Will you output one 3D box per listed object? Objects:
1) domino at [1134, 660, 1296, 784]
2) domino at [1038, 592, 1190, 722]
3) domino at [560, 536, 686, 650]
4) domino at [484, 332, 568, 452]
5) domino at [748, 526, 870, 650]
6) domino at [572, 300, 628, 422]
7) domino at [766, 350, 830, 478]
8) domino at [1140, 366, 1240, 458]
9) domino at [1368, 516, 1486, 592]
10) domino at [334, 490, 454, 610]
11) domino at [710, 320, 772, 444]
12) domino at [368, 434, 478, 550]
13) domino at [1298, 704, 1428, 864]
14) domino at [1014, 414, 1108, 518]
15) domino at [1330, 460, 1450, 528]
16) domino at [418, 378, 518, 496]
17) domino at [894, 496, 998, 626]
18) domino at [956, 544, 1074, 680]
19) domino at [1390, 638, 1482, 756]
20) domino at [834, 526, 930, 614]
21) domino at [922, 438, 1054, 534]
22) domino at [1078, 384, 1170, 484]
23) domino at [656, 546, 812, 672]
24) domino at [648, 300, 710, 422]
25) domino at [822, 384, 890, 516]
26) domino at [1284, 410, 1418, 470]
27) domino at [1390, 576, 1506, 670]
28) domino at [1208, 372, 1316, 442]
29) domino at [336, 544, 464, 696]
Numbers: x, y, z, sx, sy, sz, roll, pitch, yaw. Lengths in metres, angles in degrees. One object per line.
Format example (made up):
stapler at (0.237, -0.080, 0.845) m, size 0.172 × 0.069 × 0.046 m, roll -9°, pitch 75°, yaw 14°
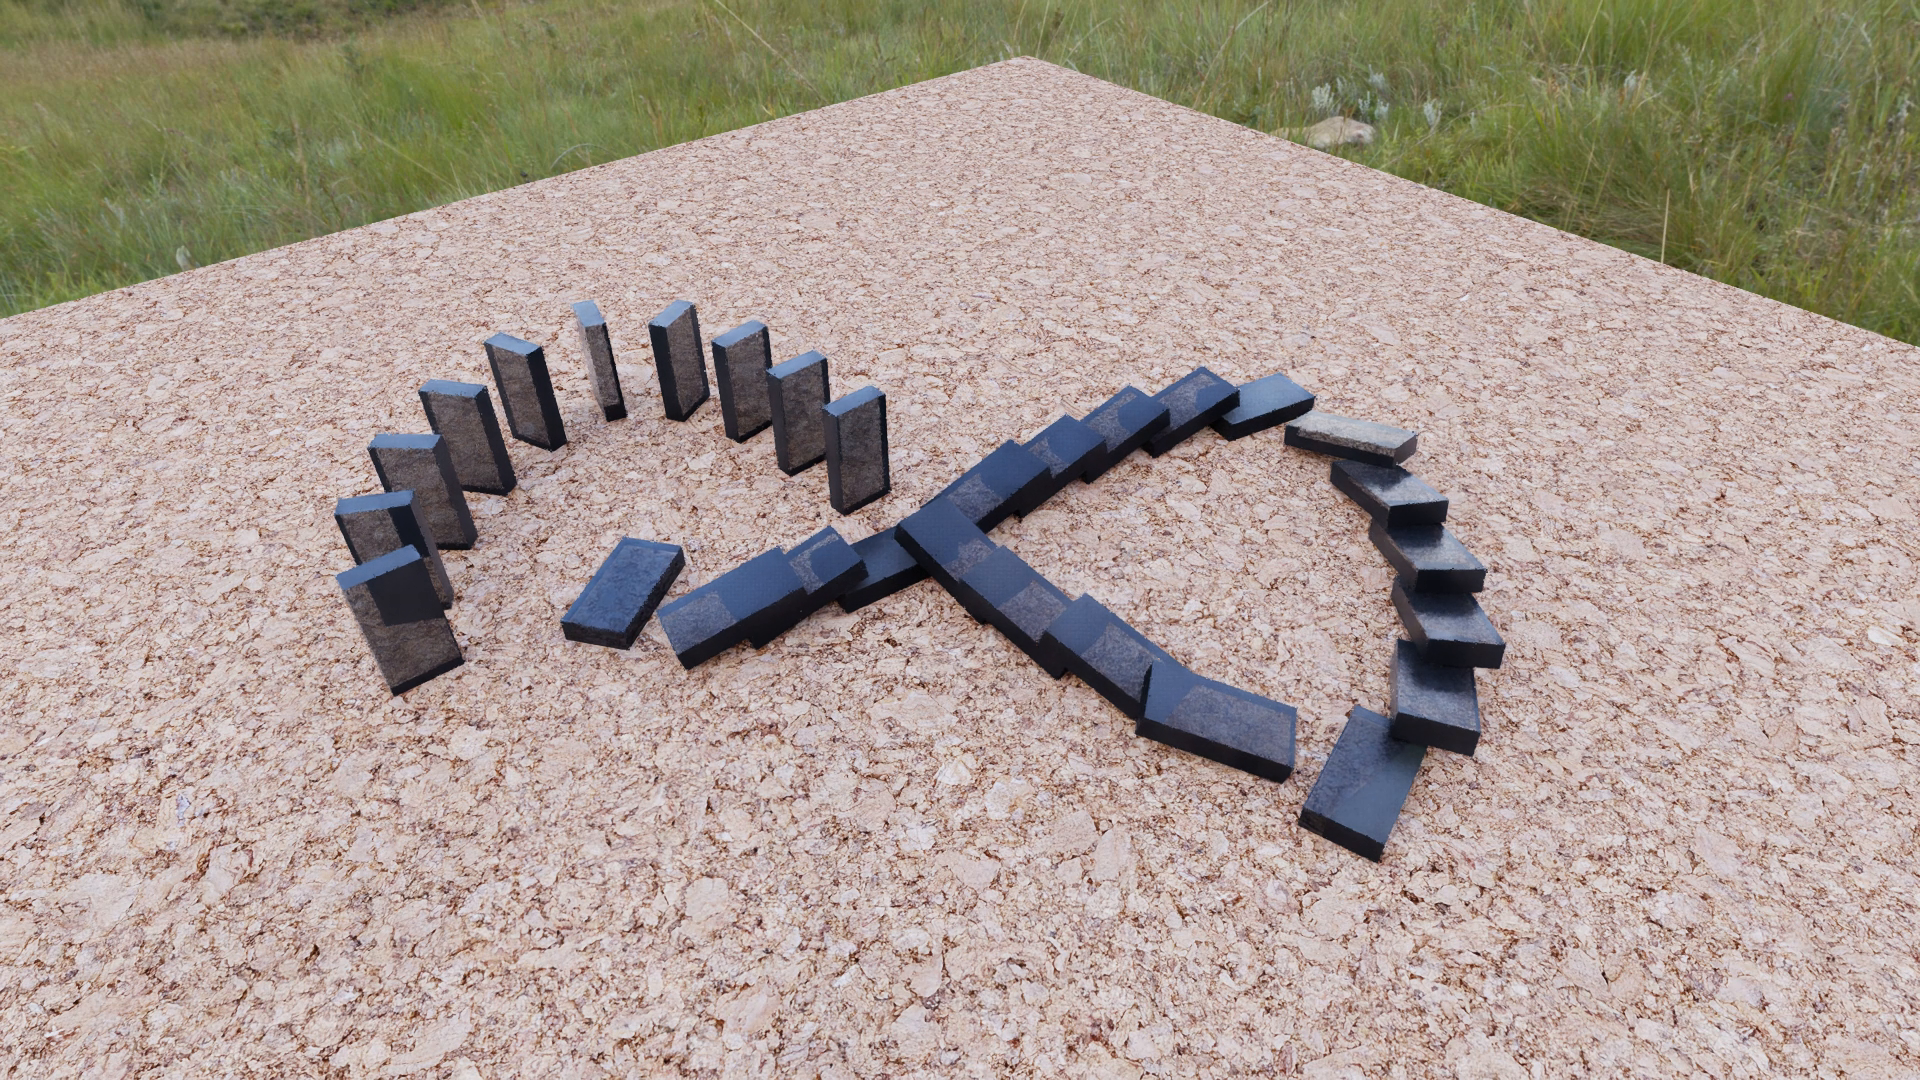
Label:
domino at (0.084, 0.059, 0.361) m, size 0.050 × 0.010 × 0.025 m, roll 19°, pitch 44°, yaw 2°
domino at (0.055, 0.042, 0.382) m, size 0.050 × 0.009 × 0.025 m, roll 37°, pitch 51°, yaw 18°
domino at (-0.128, 0.020, 0.420) m, size 0.025 × 0.010 × 0.050 m, roll 9°, pitch 40°, yaw 10°
domino at (-0.194, -0.065, 0.491) m, size 0.025 × 0.050 × 0.009 m, roll 20°, pitch 43°, yaw 22°
domino at (-0.062, 0.017, 0.413) m, size 0.050 × 0.010 × 0.025 m, roll -34°, pitch 48°, yaw -15°
domino at (-0.168, -0.083, 0.513) m, size 0.010 × 0.050 × 0.025 m, roll -18°, pitch 43°, yaw -21°
domino at (-0.069, -0.055, 0.478) m, size 0.025 × 0.050 × 0.010 m, roll -31°, pitch 49°, yaw -32°
domino at (0.101, -0.059, 0.507) m, size 0.050 × 0.010 × 0.025 m, roll -32°, pitch 47°, yaw -14°
domino at (0.181, 0.005, 0.428) m, size 0.025 × 0.009 × 0.050 m, roll 0°, pitch 24°, yaw 0°
domino at (-0.207, 0.006, 0.404) m, size 0.025 × 0.050 × 0.010 m, roll -9°, pitch 40°, yaw -11°
domino at (-0.097, -0.071, 0.499) m, size 0.010 × 0.050 × 0.025 m, roll 27°, pitch 46°, yaw 29°
domino at (-0.211, -0.018, 0.434) m, size 0.025 × 0.050 × 0.010 m, roll 1°, pitch 39°, yaw 1°
domino at (0.129, 0.076, 0.350) m, size 0.025 × 0.009 × 0.050 m, roll 23°, pitch 45°, yaw 26°
domino at (0.036, -0.032, 0.473) m, size 0.050 × 0.010 × 0.025 m, roll -36°, pitch 50°, yaw -18°
domino at (0.178, -0.021, 0.459) m, size 0.025 × 0.010 × 0.050 m, roll -6°, pitch 25°, yaw -7°
domino at (-0.207, -0.043, 0.463) m, size 0.025 × 0.050 × 0.010 m, roll 7°, pitch 40°, yaw 9°
domino at (0.001, 0.007, 0.424) m, size 0.025 × 0.009 × 0.050 m, roll -32°, pitch 66°, yaw -33°
domino at (0.026, 0.026, 0.402) m, size 0.050 × 0.009 × 0.025 m, roll 40°, pitch 52°, yaw 19°
domino at (0.159, 0.052, 0.371) m, size 0.025 × 0.010 × 0.050 m, roll 13°, pitch 27°, yaw 16°
domino at (-0.029, 0.009, 0.433) m, size 0.050 × 0.009 × 0.025 m, roll -24°, pitch 45°, yaw -26°
domino at (0.011, -0.019, 0.456) m, size 0.050 × 0.010 × 0.025 m, roll -38°, pitch 51°, yaw -16°
domino at (0.067, -0.048, 0.492) m, size 0.050 × 0.010 × 0.025 m, roll -36°, pitch 50°, yaw -17°
domino at (-0.082, 0.024, 0.399) m, size 0.050 × 0.009 × 0.025 m, roll -29°, pitch 47°, yaw -11°
domino at (-0.130, -0.083, 0.513) m, size 0.010 × 0.050 × 0.025 m, roll 12°, pitch 41°, yaw 15°
domino at (-0.043, -0.037, 0.456) m, size 0.025 × 0.050 × 0.009 m, roll -30°, pitch 48°, yaw -32°
domino at (0.173, -0.045, 0.488) m, size 0.050 × 0.010 × 0.025 m, roll 20°, pitch 33°, yaw 38°
domino at (0.175, 0.029, 0.398) m, size 0.025 × 0.010 × 0.050 m, roll 5°, pitch 24°, yaw 6°
domino at (0.140, -0.063, 0.521) m, size 0.050 × 0.010 × 0.025 m, roll -19°, pitch 43°, yaw -22°
domino at (-0.191, 0.028, 0.377) m, size 0.025 × 0.050 × 0.009 m, roll -28°, pitch 47°, yaw -30°
